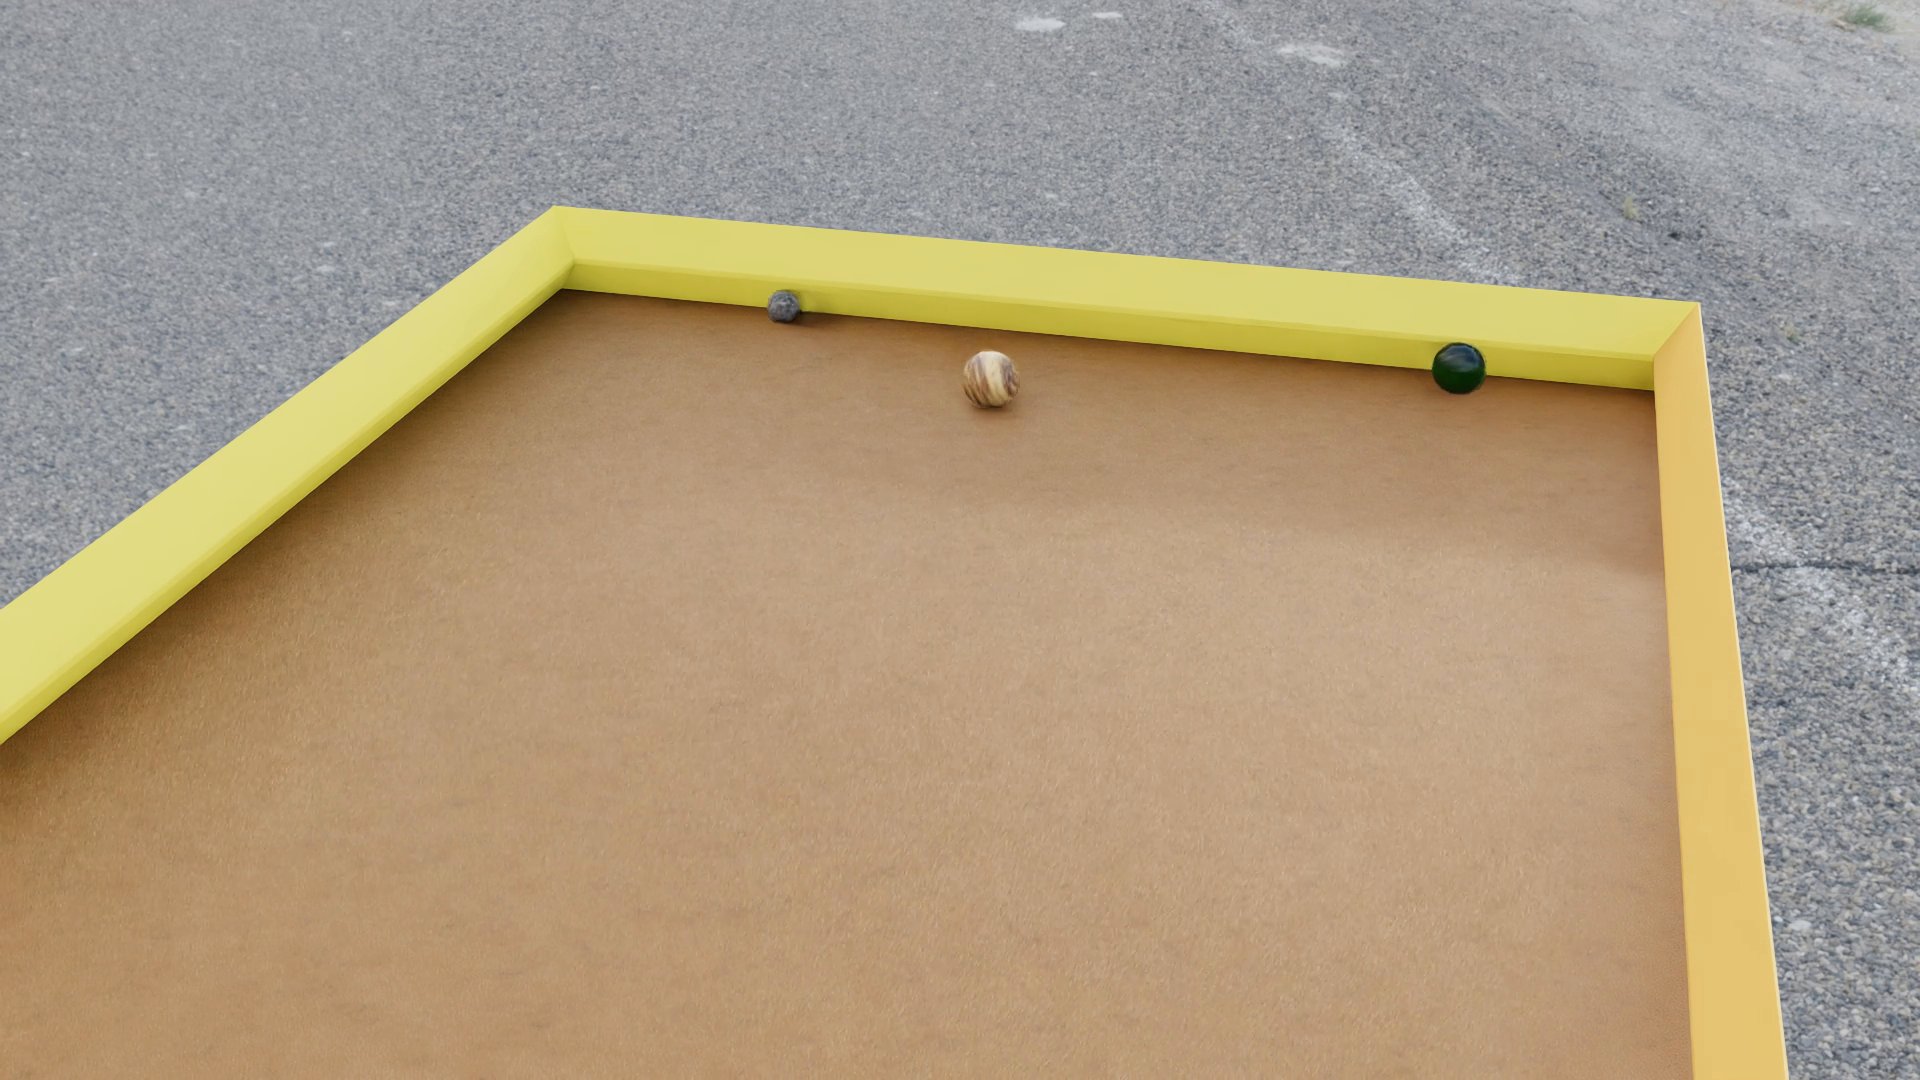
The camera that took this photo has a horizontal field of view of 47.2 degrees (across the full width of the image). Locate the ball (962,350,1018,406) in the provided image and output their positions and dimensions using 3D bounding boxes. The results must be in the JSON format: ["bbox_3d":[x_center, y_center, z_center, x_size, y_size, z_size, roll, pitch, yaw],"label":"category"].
[{"bbox_3d":[0.034,-0.188,2.559,0.065,0.065,0.065,0,27,0],"label":"ball"}]

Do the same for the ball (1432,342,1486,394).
[{"bbox_3d":[0.588,-0.203,2.593,0.062,0.062,0.062,0,27,0],"label":"ball"}]

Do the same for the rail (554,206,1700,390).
[{"bbox_3d":[0.158,-0.296,2.722,1.439,0.112,0.045,7,27,13],"label":"rail"}]

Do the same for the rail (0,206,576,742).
[{"bbox_3d":[-0.837,0.176,1.776,0.045,0.112,2.597,7,27,13],"label":"rail"}]

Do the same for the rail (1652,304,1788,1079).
[{"bbox_3d":[0.510,0.333,1.462,0.045,0.112,2.597,7,27,13],"label":"rail"}]

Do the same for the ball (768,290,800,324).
[{"bbox_3d":[-0.224,-0.297,2.805,0.041,0.041,0.041,0,27,0],"label":"ball"}]
